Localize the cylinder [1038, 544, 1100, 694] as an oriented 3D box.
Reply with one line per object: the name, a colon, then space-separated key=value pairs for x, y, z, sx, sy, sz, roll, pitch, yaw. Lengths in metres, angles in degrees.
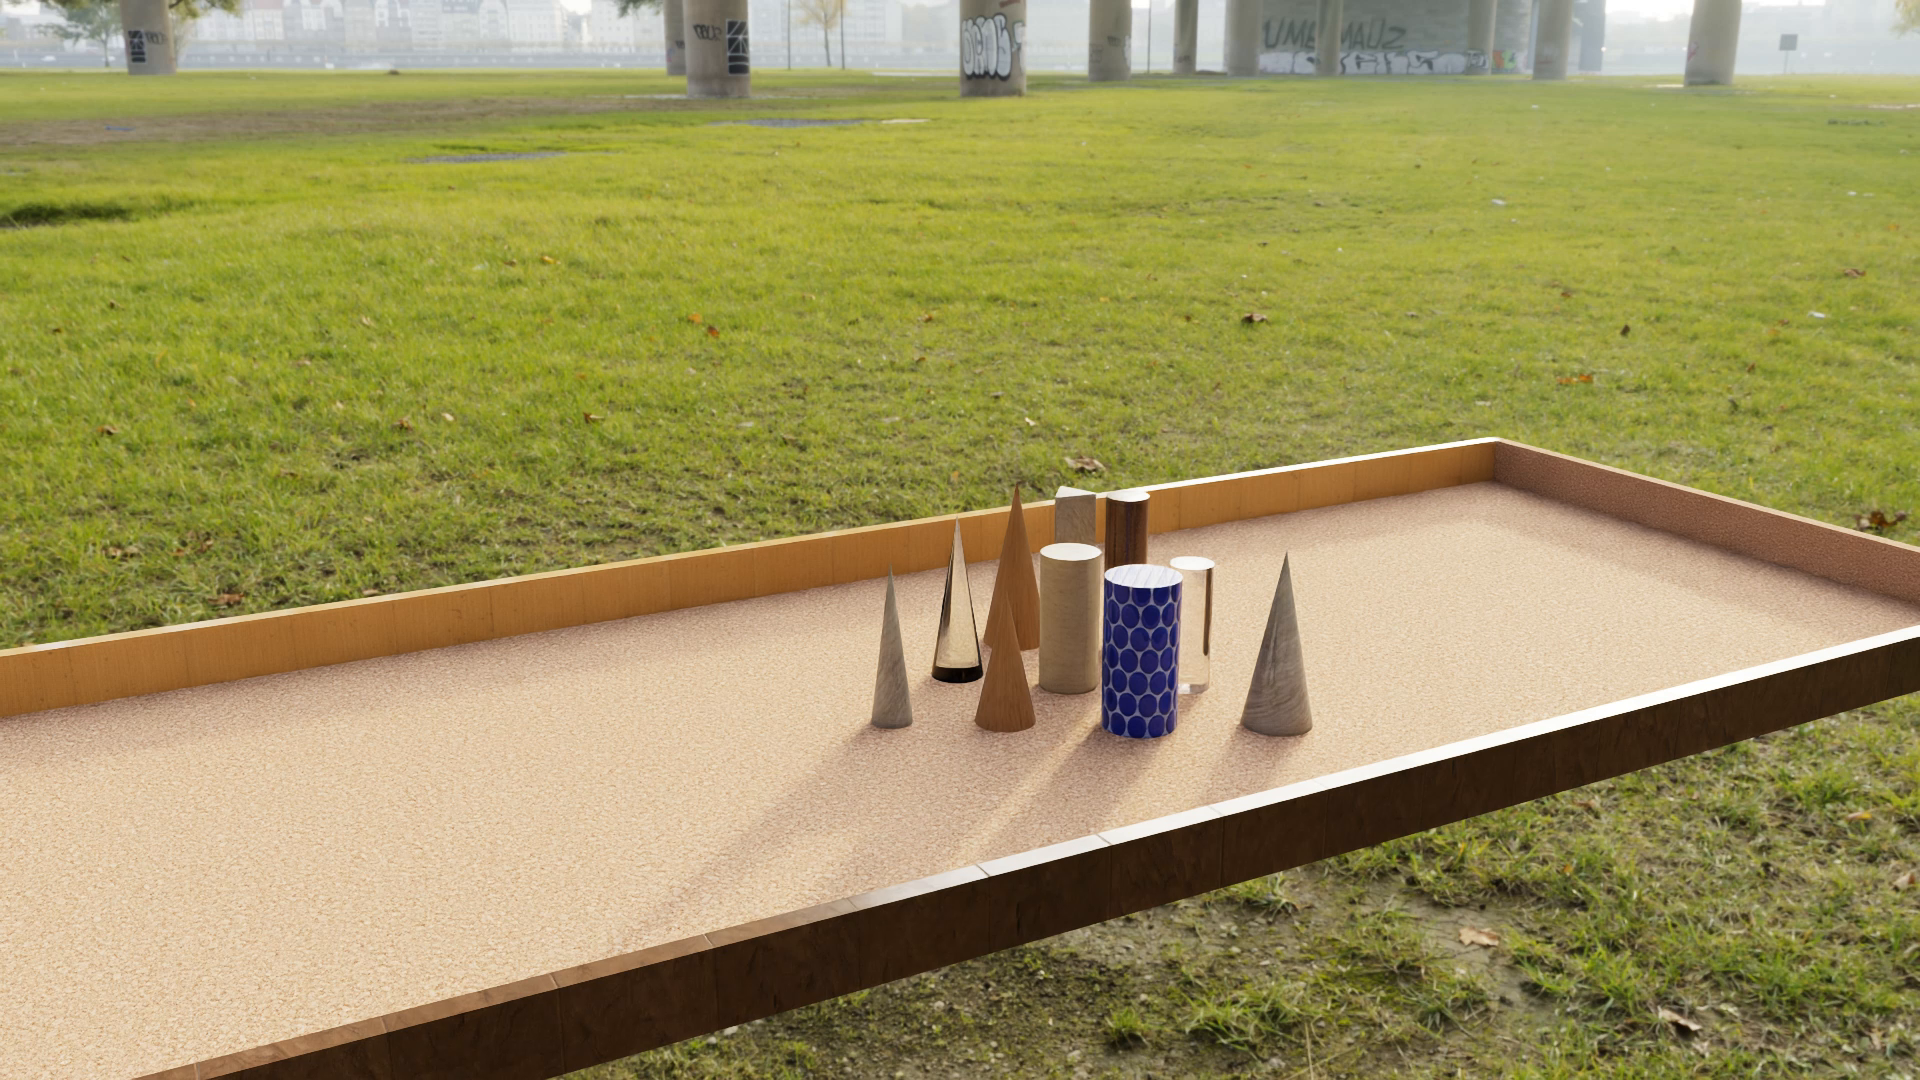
cylinder: x=0.270 y=0.194 z=4.079 sx=0.147 sy=0.346 sz=0.147 roll=0 pitch=16 yaw=0

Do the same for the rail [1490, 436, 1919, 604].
rail: x=2.466 y=-0.048 z=5.253 sx=0.050 sy=0.150 sz=2.100 roll=-9 pitch=18 yaw=-27

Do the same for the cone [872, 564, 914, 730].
cone: x=-0.160 y=0.236 z=3.843 sx=0.100 sy=0.399 sz=0.100 roll=0 pitch=16 yaw=0

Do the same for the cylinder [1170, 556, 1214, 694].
cylinder: x=0.566 y=0.210 z=4.069 sx=0.110 sy=0.321 sz=0.110 roll=0 pitch=16 yaw=0

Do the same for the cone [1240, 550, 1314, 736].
cone: x=0.747 y=0.226 z=3.829 sx=0.169 sy=0.426 sz=0.169 roll=0 pitch=16 yaw=0

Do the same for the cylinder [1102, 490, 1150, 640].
cylinder: x=0.432 y=0.088 z=4.306 sx=0.111 sy=0.422 sz=0.111 roll=0 pitch=16 yaw=0

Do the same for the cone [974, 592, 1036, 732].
cone: x=0.107 y=0.271 z=3.857 sx=0.145 sy=0.325 sz=0.145 roll=0 pitch=16 yaw=0

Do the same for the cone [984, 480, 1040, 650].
cone: x=0.149 y=0.057 z=4.378 sx=0.173 sy=0.442 sz=0.173 roll=0 pitch=16 yaw=0

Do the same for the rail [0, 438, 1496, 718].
rail: x=-3.305 y=0.497 z=3.399 sx=12.000 sy=0.150 sz=0.050 roll=-9 pitch=18 yaw=-27

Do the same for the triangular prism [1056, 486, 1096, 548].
triangular prism: x=0.300 y=0.035 z=4.600 sx=0.121 sy=0.357 sz=0.105 roll=-6 pitch=17 yaw=-19

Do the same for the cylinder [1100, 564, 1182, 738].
cylinder: x=0.421 y=0.257 z=3.833 sx=0.179 sy=0.365 sz=0.179 roll=0 pitch=16 yaw=0

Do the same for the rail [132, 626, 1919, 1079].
rail: x=-2.336 y=1.006 z=1.665 sx=12.000 sy=0.150 sz=0.050 roll=-9 pitch=18 yaw=-27

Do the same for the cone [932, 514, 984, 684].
cone: x=-0.007 y=0.136 z=4.136 sx=0.134 sy=0.426 sz=0.134 roll=0 pitch=16 yaw=0
